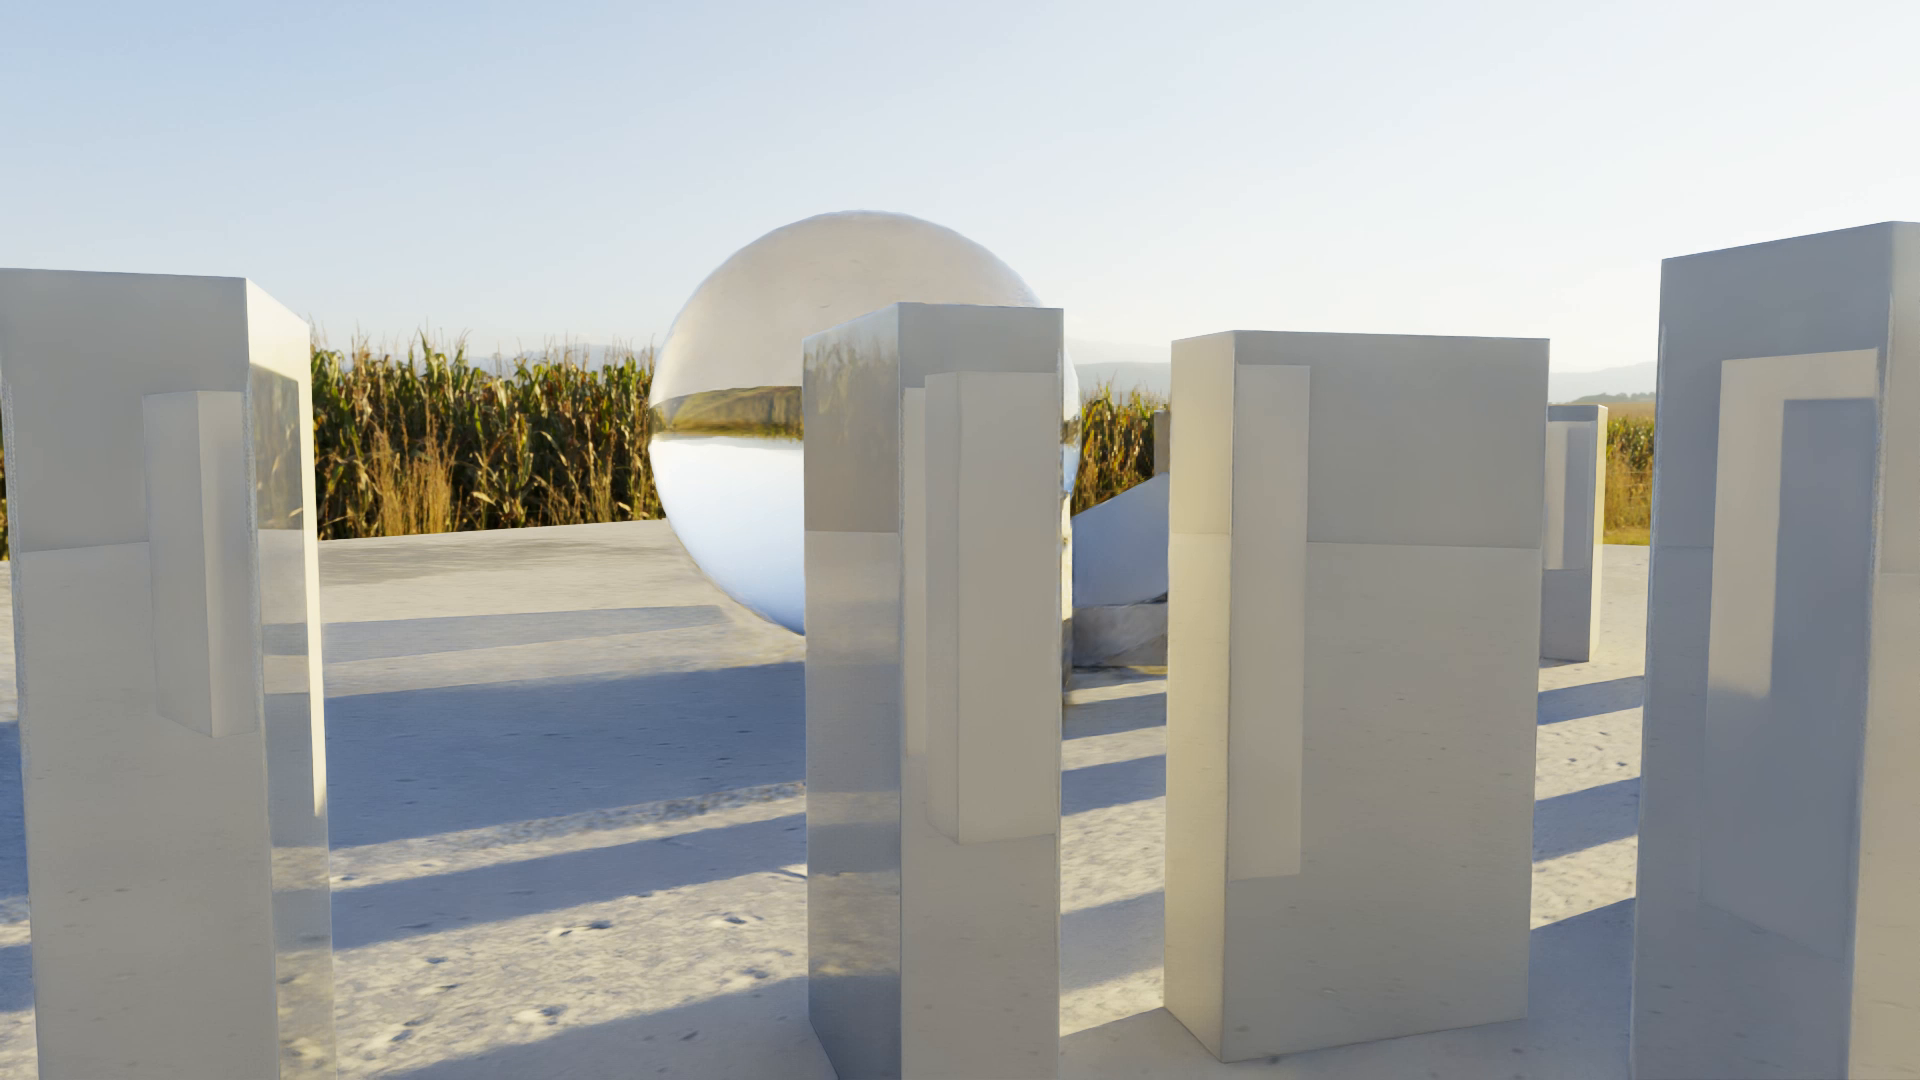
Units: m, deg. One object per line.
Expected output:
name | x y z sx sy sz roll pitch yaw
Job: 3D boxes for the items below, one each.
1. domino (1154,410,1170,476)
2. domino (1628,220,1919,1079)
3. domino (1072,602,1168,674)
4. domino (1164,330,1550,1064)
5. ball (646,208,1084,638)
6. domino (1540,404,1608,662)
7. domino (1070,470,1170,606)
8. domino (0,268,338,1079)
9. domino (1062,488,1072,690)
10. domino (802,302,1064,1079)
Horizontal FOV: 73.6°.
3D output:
domino | 0.050 -0.004 0.285 0.010 0.050 0.025 0 4 -2
domino | 0.042 0.014 0.053 0.025 0.050 0.010 -1 4 -17
domino | 0.024 0.017 0.211 0.025 0.009 0.050 9 -11 -44
domino | 0.029 0.010 0.094 0.025 0.050 0.009 -1 4 -16
ball | -0.017 -0.020 0.239 0.080 0.080 0.080 0 4 0
domino | 0.125 -0.002 0.262 0.010 0.050 0.025 3 5 30
domino | 0.043 0.000 0.260 0.050 0.025 0.010 -27 -33 28
domino | -0.041 0.012 0.070 0.010 0.050 0.025 -2 5 -21
domino | 0.002 0.006 0.181 0.025 0.010 0.050 26 -26 20
domino | -0.003 0.011 0.083 0.010 0.050 0.025 -1 5 -19
